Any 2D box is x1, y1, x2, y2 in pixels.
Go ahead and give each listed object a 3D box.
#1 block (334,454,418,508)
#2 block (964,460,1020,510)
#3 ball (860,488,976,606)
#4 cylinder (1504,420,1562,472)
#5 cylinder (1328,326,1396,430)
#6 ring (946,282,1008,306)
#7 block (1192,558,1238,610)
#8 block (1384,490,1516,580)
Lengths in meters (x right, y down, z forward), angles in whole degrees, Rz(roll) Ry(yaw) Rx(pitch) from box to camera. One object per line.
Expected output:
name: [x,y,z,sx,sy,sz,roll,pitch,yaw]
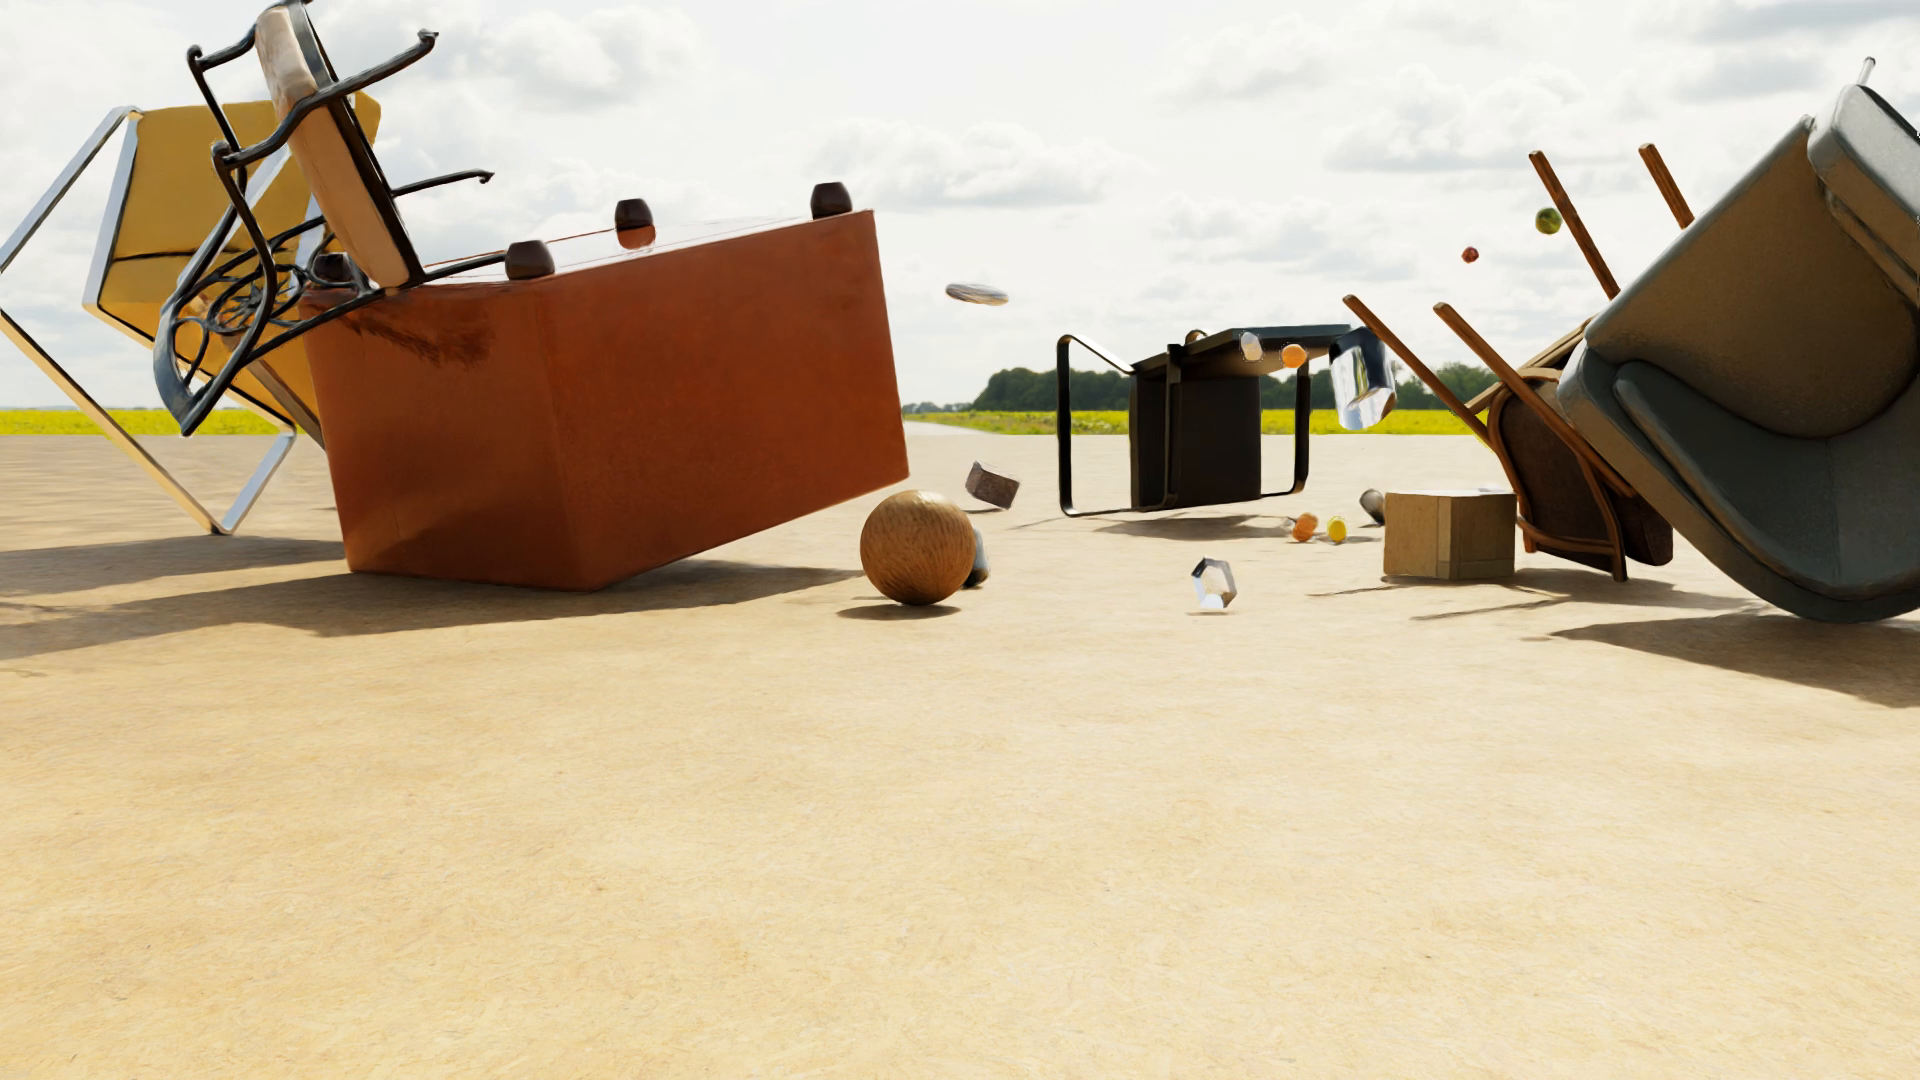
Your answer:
block: [-2.239,-0.229,8.433,0.218,0.180,0.220,-10,10,-43]
block: [0.120,-0.206,8.183,0.150,0.112,0.153,19,13,-16]
ball: [-0.087,0.015,4.555,0.242,0.242,0.242,0,4,0]
cylinder: [1.986,-0.327,7.621,0.176,0.192,0.072,0,20,-5]
cylinder: [1.286,-0.519,7.035,0.152,0.252,0.232,13,-36,-23]
ring: [0.042,-0.604,5.385,0.161,0.043,0.136,6,12,-14]
block: [0.514,0.088,4.445,0.059,0.084,0.053,12,-46,-24]
block: [1.184,-0.015,5.313,0.251,0.197,0.197,-3,6,-39]
